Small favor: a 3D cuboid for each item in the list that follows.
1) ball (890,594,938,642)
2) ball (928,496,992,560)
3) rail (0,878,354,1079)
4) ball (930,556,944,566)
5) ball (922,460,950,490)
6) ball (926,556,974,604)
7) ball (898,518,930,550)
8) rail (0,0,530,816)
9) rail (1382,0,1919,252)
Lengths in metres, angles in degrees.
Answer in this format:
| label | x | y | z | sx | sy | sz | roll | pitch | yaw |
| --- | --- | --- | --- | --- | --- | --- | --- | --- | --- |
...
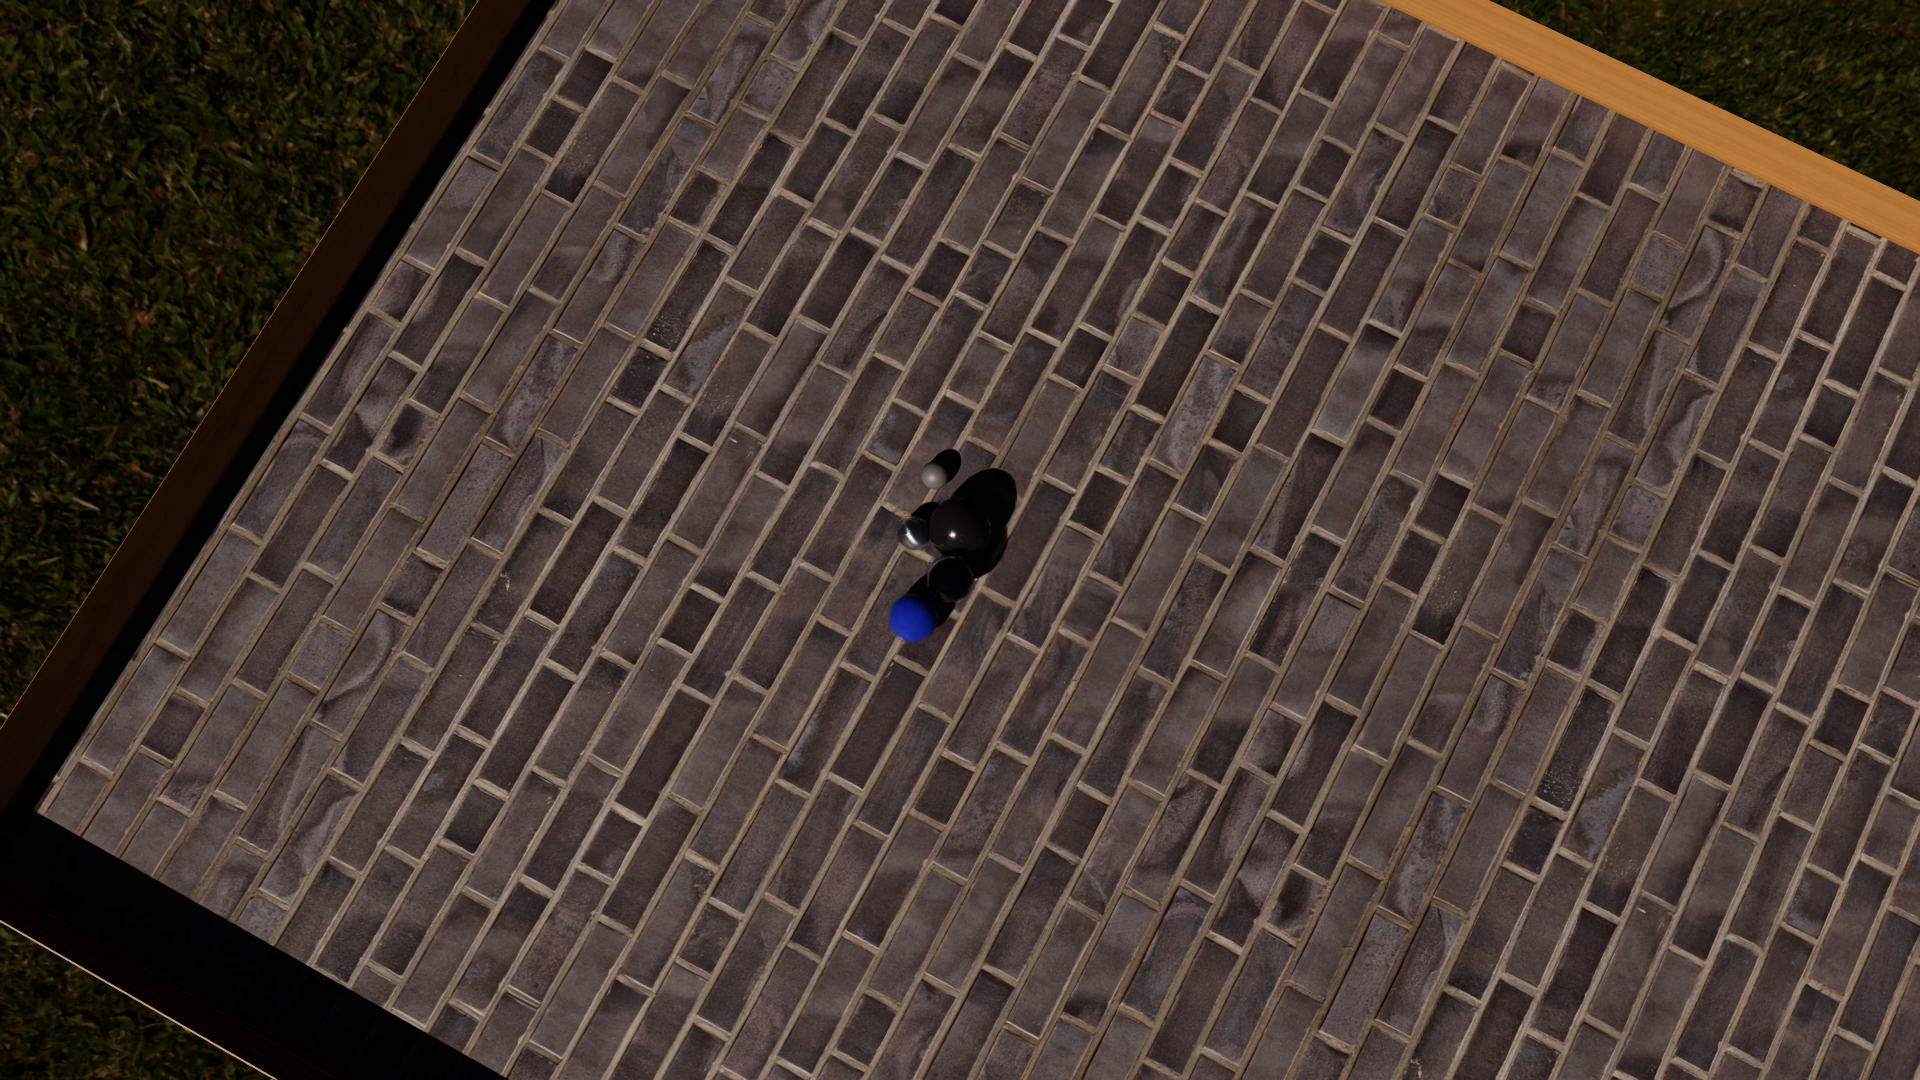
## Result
| label | x | y | z | sx | sy | sz | roll | pitch | yaw |
| --- | --- | --- | --- | --- | --- | --- | --- | --- | --- |
| ball | -0.069 | 0.117 | 3.315 | 0.074 | 0.074 | 0.074 | 0 | 75 | 0 |
| ball | 0.000 | -0.018 | 3.340 | 0.096 | 0.096 | 0.096 | 0 | 75 | 0 |
| rail | 0.419 | 1.448 | 2.930 | 4.322 | 0.124 | 0.045 | 27 | 77 | 7 |
| ball | -0.024 | 0.047 | 3.349 | 0.045 | 0.045 | 0.045 | 0 | 75 | 0 |
| ball | -0.038 | -0.100 | 3.389 | 0.044 | 0.044 | 0.044 | 0 | 75 | 0 |
| ball | -0.015 | 0.059 | 3.294 | 0.070 | 0.070 | 0.070 | 0 | 75 | 0 |
| ball | -0.070 | -0.010 | 3.361 | 0.051 | 0.051 | 0.051 | 0 | 75 | 0 |
| rail | -0.932 | -0.490 | 3.451 | 0.045 | 0.124 | 2.312 | 27 | 77 | 7 |
| rail | 1.487 | -0.481 | 3.449 | 4.322 | 0.124 | 0.045 | 27 | 77 | 7 |
